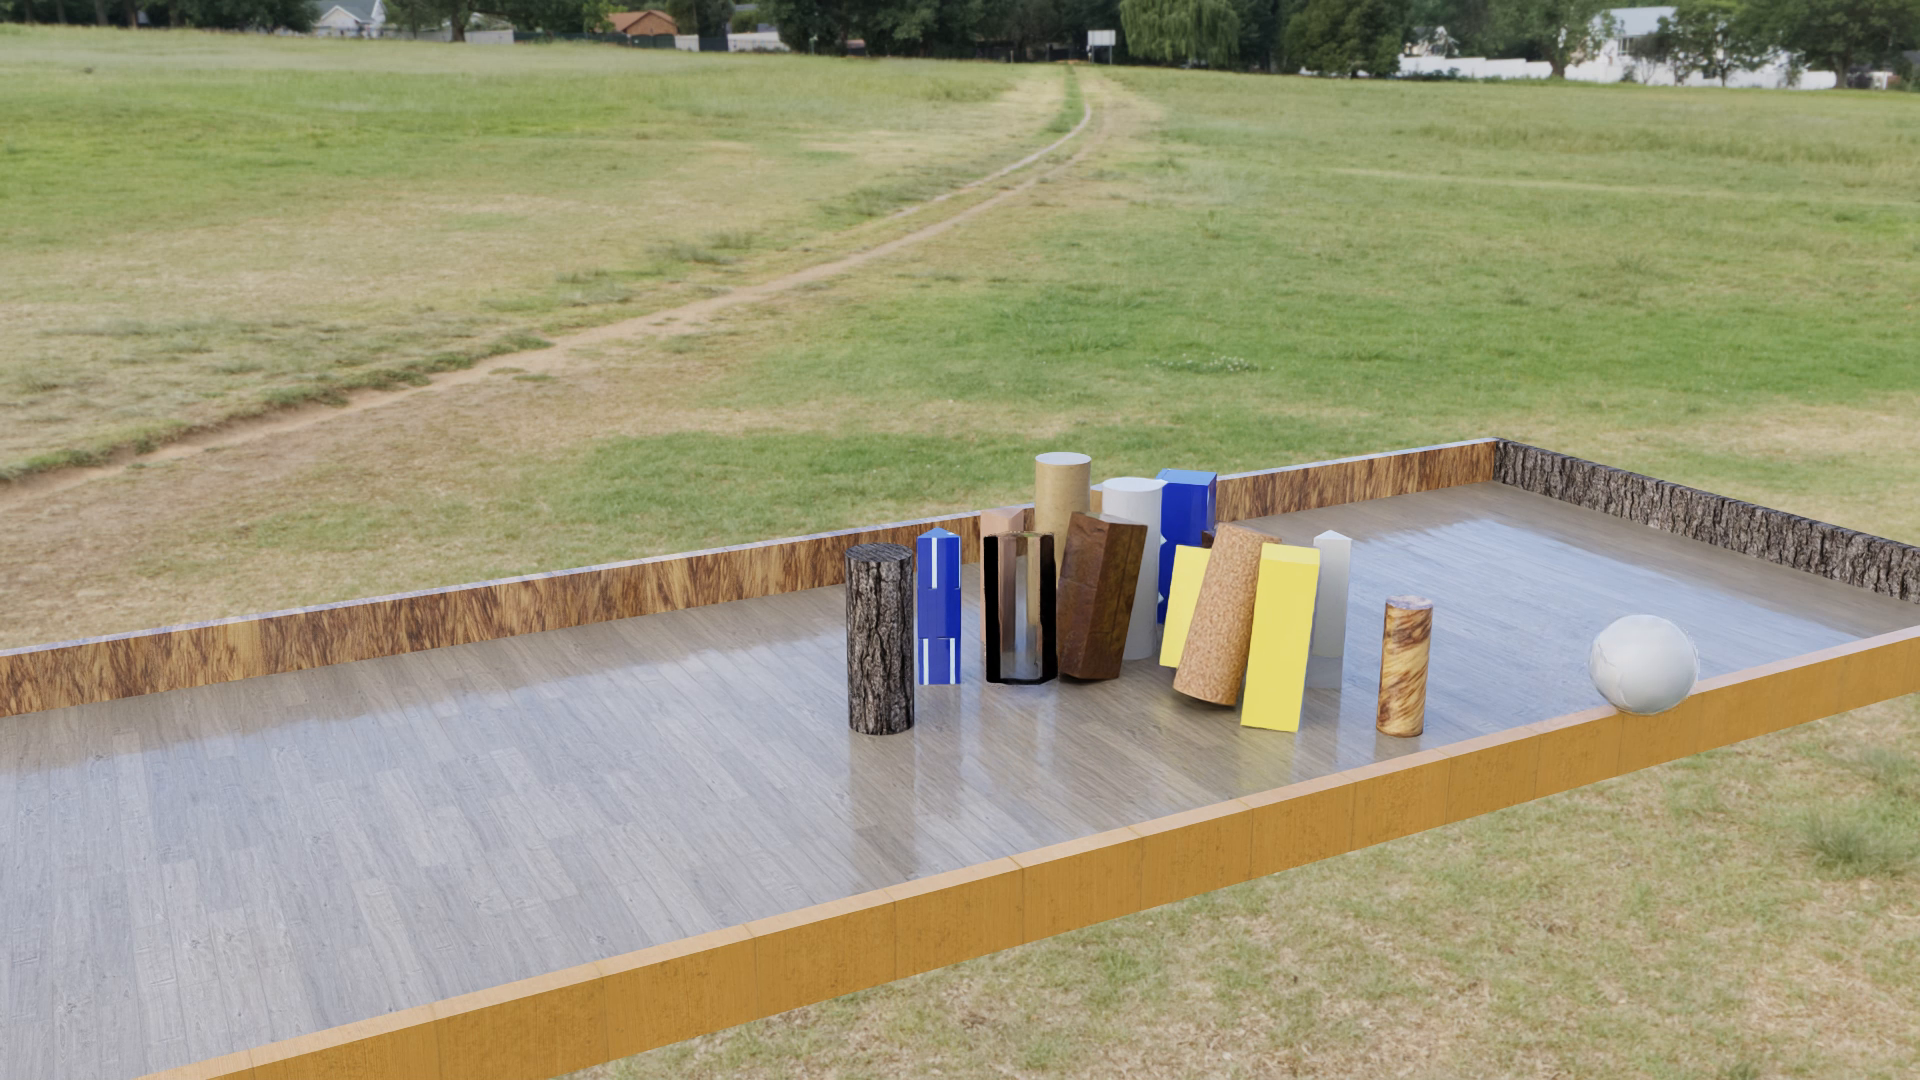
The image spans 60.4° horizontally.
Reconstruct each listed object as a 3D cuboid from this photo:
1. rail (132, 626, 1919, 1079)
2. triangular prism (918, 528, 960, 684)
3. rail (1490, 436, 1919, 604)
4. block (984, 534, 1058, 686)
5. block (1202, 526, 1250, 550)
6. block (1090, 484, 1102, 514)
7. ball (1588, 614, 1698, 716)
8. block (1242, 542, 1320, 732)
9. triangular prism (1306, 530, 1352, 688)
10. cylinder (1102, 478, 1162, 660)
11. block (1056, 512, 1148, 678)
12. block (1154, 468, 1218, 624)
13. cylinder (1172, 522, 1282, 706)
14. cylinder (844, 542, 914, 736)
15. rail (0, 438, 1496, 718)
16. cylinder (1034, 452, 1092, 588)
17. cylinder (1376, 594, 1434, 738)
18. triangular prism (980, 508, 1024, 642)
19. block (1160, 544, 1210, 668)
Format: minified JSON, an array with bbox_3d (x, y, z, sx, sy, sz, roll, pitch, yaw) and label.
[{"bbox_3d":[-2.336,1.006,1.665,12.000,0.150,0.050,-9,18,-27],"label":"rail"},{"bbox_3d":[-0.053,0.164,4.119,0.106,0.382,0.092,-1,16,-3],"label":"triangular prism"},{"bbox_3d":[2.466,-0.048,5.253,0.050,0.150,2.100,-9,18,-27],"label":"rail"},{"bbox_3d":[0.151,0.168,4.088,0.134,0.361,0.134,1,5,25],"label":"block"},{"bbox_3d":[0.717,0.135,4.346,0.127,0.310,0.127,-5,17,-18],"label":"block"},{"bbox_3d":[0.488,-0.008,4.845,0.176,0.302,0.176,16,23,43],"label":"block"},{"bbox_3d":[1.462,0.266,3.533,0.216,0.216,0.216,0,16,0],"label":"ball"},{"bbox_3d":[0.747,0.227,3.845,0.131,0.409,0.131,7,17,11],"label":"block"},{"bbox_3d":[0.909,0.172,4.086,0.089,0.386,0.077,2,17,7],"label":"triangular prism"},{"bbox_3d":[0.443,0.073,4.303,0.154,0.451,0.154,0,16,0],"label":"cylinder"},{"bbox_3d":[0.340,0.139,4.145,0.137,0.395,0.137,3,10,-40],"label":"block"},{"bbox_3d":[0.615,0.021,4.566,0.151,0.404,0.151,5,17,17],"label":"block"},{"bbox_3d":[0.643,0.177,3.969,0.155,0.413,0.155,15,5,-1],"label":"cylinder"},{"bbox_3d":[-0.185,0.229,3.831,0.156,0.419,0.156,0,16,0],"label":"cylinder"},{"bbox_3d":[-3.305,0.497,3.399,12.000,0.150,0.050,-9,18,-27],"label":"rail"},{"bbox_3d":[0.281,-0.003,4.557,0.153,0.456,0.153,0,16,0],"label":"cylinder"},{"bbox_3d":[1.026,0.292,3.809,0.107,0.312,0.107,0,16,0],"label":"cylinder"},{"bbox_3d":[0.129,0.098,4.379,0.099,0.363,0.115,-14,21,-39],"label":"triangular prism"},{"bbox_3d":[0.630,0.177,4.155,0.165,0.303,0.165,9,2,27],"label":"block"}]
